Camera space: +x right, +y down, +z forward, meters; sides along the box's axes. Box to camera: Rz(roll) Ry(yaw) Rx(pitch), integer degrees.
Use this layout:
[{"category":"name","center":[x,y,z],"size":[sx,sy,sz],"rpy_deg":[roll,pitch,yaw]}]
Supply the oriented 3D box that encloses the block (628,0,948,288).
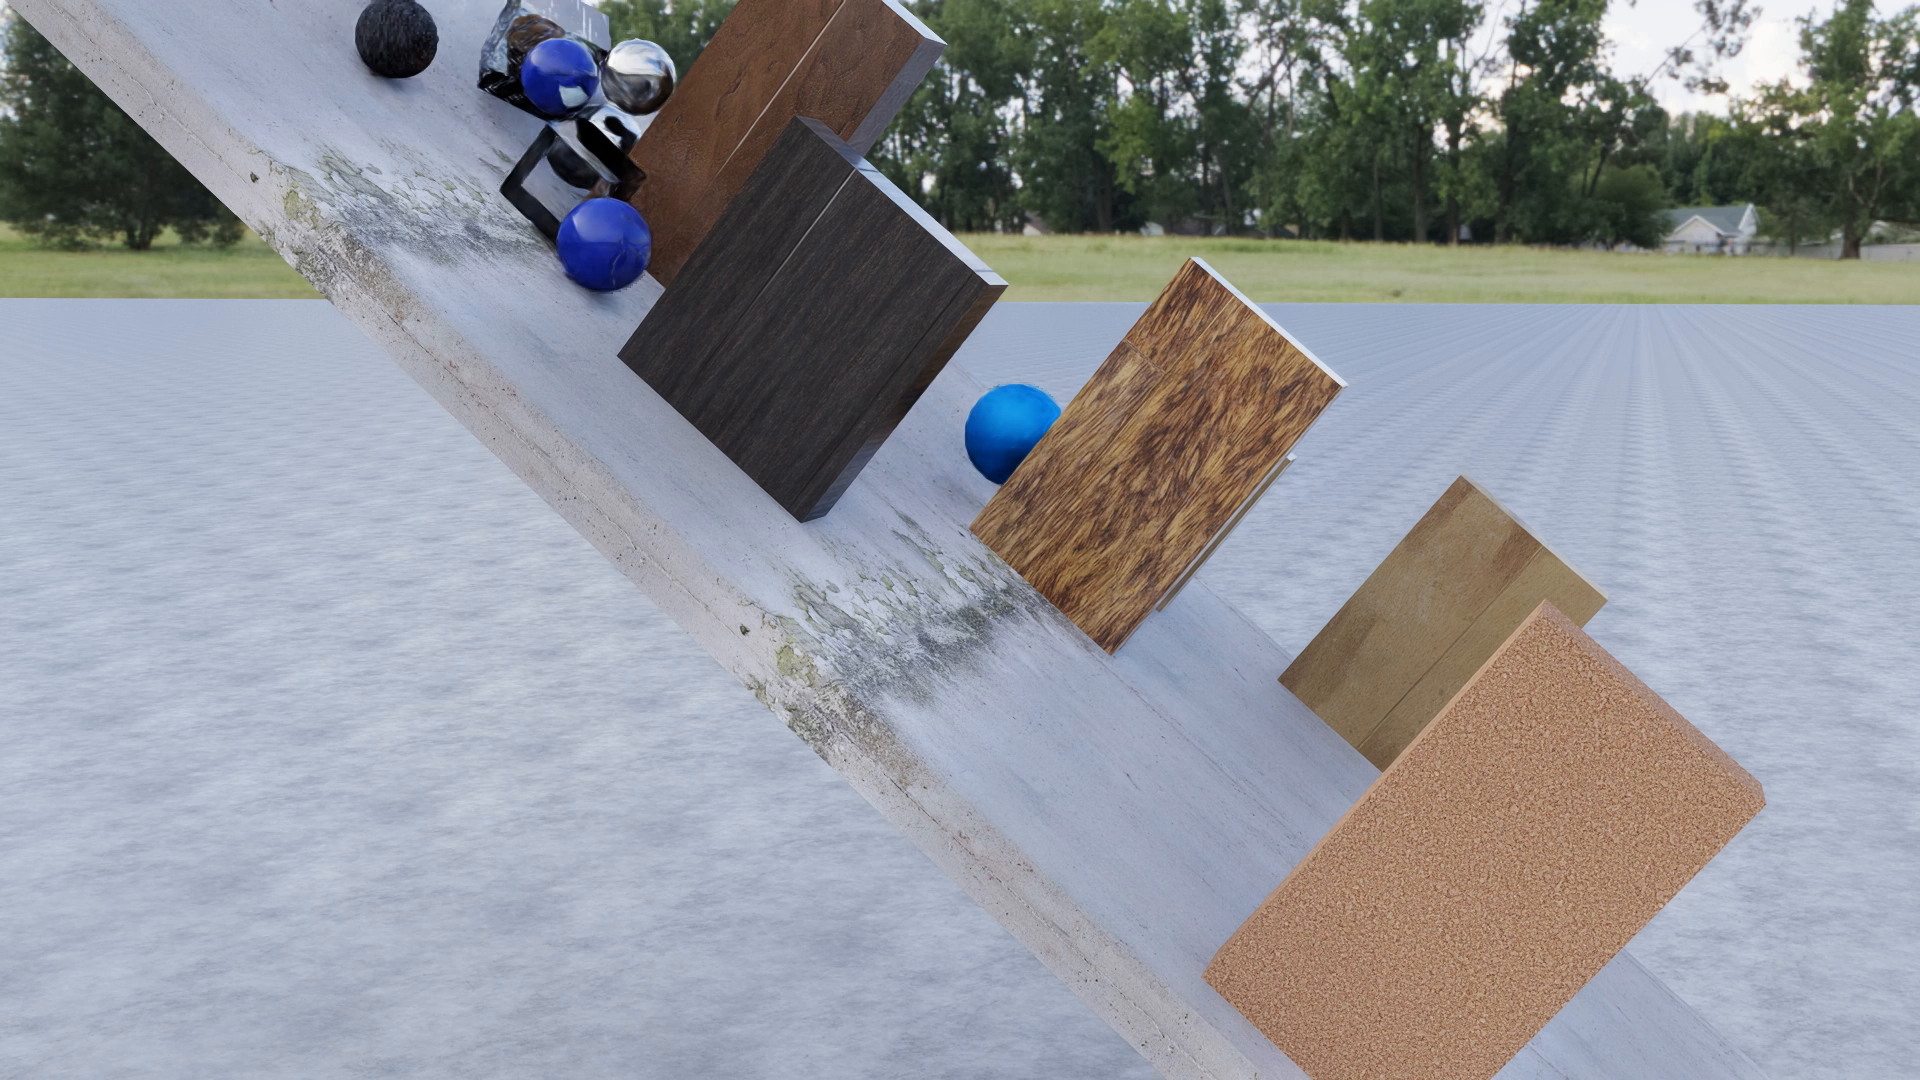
[{"category":"block","center":[-0.355,-0.741,3.988],"size":[0.315,0.651,0.135],"rpy_deg":[42,16,9]}]

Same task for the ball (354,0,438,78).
[{"category":"ball","center":[-0.997,-0.889,3.892],"size":[0.143,0.143,0.143],"rpy_deg":[0,7,0]}]

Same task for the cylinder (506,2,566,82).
[{"category":"cylinder","center":[-0.838,-0.982,4.355],"size":[0.113,0.113,0.113],"rpy_deg":[-1,-36,-10]}]

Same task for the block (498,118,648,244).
[{"category":"block","center":[-0.673,-0.621,3.830],"size":[0.152,0.152,0.152],"rpy_deg":[43,22,2]}]

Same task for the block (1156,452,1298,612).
[{"category":"block","center":[0.429,-0.111,4.462],"size":[0.307,0.408,0.090],"rpy_deg":[42,16,9]}]

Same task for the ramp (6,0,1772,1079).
[{"category":"ramp","center":[0.005,0.042,4.038],"size":[4.000,0.100,2.000],"rpy_deg":[42,16,9]}]

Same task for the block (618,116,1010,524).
[{"category":"block","center":[-0.238,-0.348,3.492],"size":[0.409,0.487,0.110],"rpy_deg":[42,16,9]}]

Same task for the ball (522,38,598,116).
[{"category":"ball","center":[-0.737,-0.853,4.052],"size":[0.140,0.140,0.140],"rpy_deg":[0,7,0]}]

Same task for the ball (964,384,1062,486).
[{"category":"ball","center":[0.106,-0.198,4.179],"size":[0.197,0.197,0.197],"rpy_deg":[0,7,0]}]

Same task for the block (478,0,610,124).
[{"category":"block","center":[-0.792,-0.932,4.192],"size":[0.182,0.182,0.182],"rpy_deg":[25,27,-24]}]

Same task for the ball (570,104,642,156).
[{"category":"ball","center":[-0.662,-0.731,4.074],"size":[0.149,0.149,0.149],"rpy_deg":[0,7,0]}]

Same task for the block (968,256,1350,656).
[{"category":"block","center":[0.352,-0.149,3.974],"size":[0.353,0.641,0.088],"rpy_deg":[42,16,9]}]

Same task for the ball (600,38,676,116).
[{"category":"ball","center":[-0.581,-0.835,3.971],"size":[0.137,0.137,0.137],"rpy_deg":[0,7,0]}]

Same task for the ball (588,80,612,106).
[{"category":"ball","center":[-0.758,-0.879,4.442],"size":[0.113,0.113,0.113],"rpy_deg":[0,7,0]}]

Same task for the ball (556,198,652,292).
[{"category":"ball","center":[-0.597,-0.496,3.692],"size":[0.157,0.157,0.157],"rpy_deg":[0,7,0]}]

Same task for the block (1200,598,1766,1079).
[{"category":"block","center":[0.703,0.467,3.001],"size":[0.372,0.695,0.124],"rpy_deg":[42,16,9]}]

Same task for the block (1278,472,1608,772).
[{"category":"block","center":[1.001,0.202,4.578],"size":[0.386,0.575,0.103],"rpy_deg":[42,16,9]}]
